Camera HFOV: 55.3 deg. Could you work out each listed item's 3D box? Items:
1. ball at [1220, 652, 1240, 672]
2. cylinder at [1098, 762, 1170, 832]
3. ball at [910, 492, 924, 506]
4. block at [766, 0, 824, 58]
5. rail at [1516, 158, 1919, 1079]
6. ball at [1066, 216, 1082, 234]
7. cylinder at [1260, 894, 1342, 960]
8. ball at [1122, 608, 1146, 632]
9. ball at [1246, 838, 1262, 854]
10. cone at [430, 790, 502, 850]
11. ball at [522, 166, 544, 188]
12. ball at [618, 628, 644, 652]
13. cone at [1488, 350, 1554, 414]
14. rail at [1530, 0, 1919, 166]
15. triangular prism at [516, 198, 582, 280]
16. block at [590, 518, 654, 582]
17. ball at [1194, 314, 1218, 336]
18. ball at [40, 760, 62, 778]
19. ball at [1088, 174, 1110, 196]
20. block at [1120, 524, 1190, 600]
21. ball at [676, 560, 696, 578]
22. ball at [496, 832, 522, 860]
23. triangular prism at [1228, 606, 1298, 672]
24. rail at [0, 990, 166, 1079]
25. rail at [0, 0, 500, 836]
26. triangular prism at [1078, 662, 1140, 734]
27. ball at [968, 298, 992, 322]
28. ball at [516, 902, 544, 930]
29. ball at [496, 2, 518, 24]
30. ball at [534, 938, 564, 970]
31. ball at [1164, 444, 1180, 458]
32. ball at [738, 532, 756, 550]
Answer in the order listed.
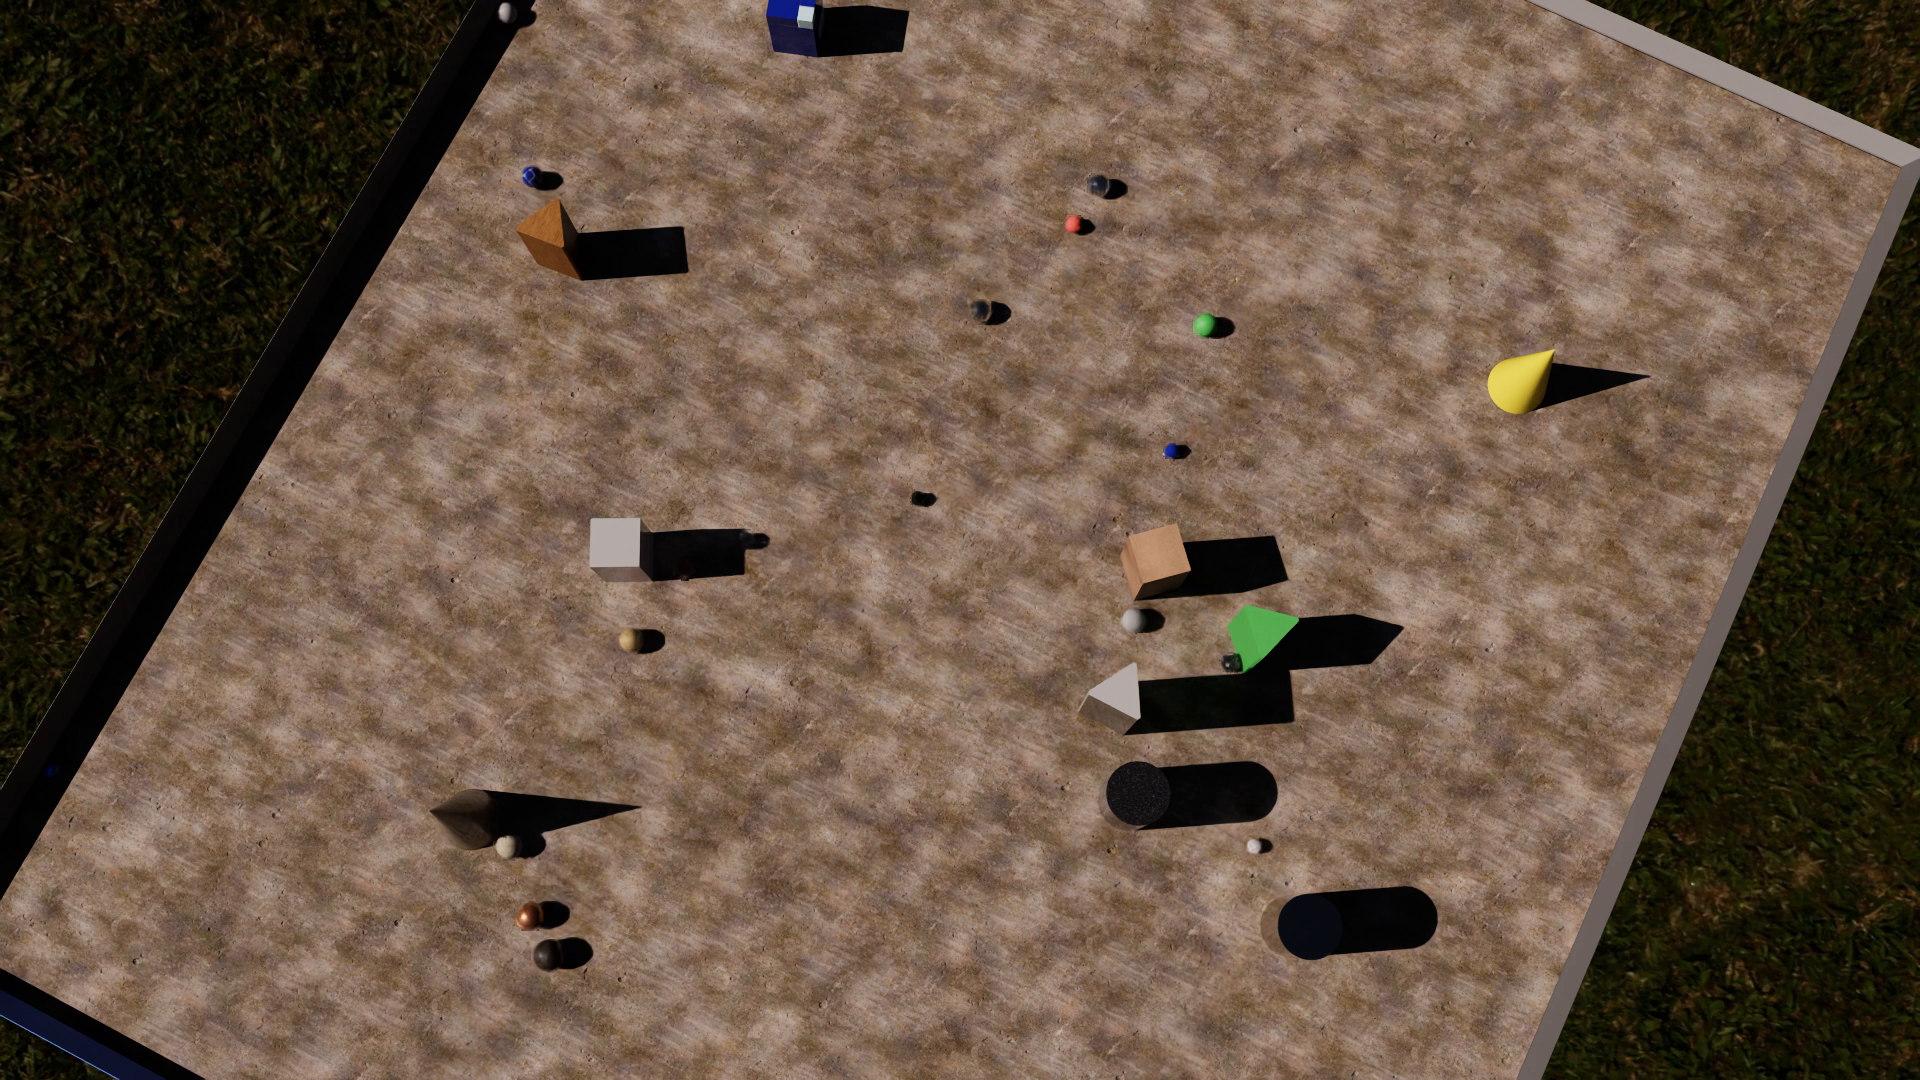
[{"bbox_3d":[0.814,0.367,5.510,0.060,0.060,0.060,0,78,0],"label":"ball"},{"bbox_3d":[0.501,0.744,5.303,0.181,0.313,0.181,0,78,0],"label":"cylinder"},{"bbox_3d":[-0.130,-0.127,5.620,0.045,0.045,0.045,0,78,0],"label":"ball"},{"bbox_3d":[-0.522,-1.669,5.837,0.145,0.243,0.145,8,78,2],"label":"block"},{"bbox_3d":[1.919,0.946,5.360,0.045,0.118,4.926,26,80,5],"label":"rail"},{"bbox_3d":[0.360,-0.997,5.796,0.052,0.052,0.052,0,78,0],"label":"ball"},{"bbox_3d":[0.972,1.104,5.234,0.181,0.301,0.181,0,78,0],"label":"cylinder"},{"bbox_3d":[0.526,0.241,5.528,0.074,0.074,0.074,0,78,0],"label":"ball"},{"bbox_3d":[0.869,0.904,5.406,0.046,0.046,0.046,0,78,0],"label":"ball"},{"bbox_3d":[-1.449,0.785,5.223,0.181,0.452,0.181,0,78,0],"label":"cone"},{"bbox_3d":[-1.357,-1.152,5.820,0.068,0.068,0.068,0,78,0],"label":"ball"},{"bbox_3d":[-0.989,0.302,5.515,0.075,0.075,0.075,0,78,0],"label":"ball"},{"bbox_3d":[1.737,-0.519,5.531,0.181,0.376,0.181,0,78,0],"label":"cone"},{"bbox_3d":[1.091,-2.130,5.995,4.339,0.118,0.045,26,80,5],"label":"rail"},{"bbox_3d":[-1.239,-0.940,5.661,0.157,0.292,0.136,21,79,4],"label":"triangular prism"},{"bbox_3d":[-1.010,0.032,5.484,0.145,0.246,0.145,-1,78,0],"label":"block"},{"bbox_3d":[0.769,-0.671,5.718,0.072,0.072,0.072,0,78,0],"label":"ball"},{"bbox_3d":[-2.701,0.681,5.447,0.055,0.055,0.055,0,78,0],"label":"ball"},{"bbox_3d":[0.442,-1.124,5.813,0.070,0.070,0.070,0,78,0],"label":"ball"},{"bbox_3d":[0.579,0.068,5.451,0.145,0.295,0.145,-15,79,-3],"label":"block"},{"bbox_3d":[-0.834,0.088,5.568,0.059,0.059,0.059,0,78,0],"label":"ball"},{"bbox_3d":[-1.326,0.900,5.391,0.077,0.077,0.077,0,78,0],"label":"ball"},{"bbox_3d":[0.863,0.268,5.390,0.136,0.335,0.157,44,82,8],"label":"triangular prism"},{"bbox_3d":[-1.091,2.143,5.112,4.339,0.118,0.045,26,80,5],"label":"rail"},{"bbox_3d":[-1.919,-0.934,5.748,0.045,0.118,4.926,26,80,5],"label":"rail"},{"bbox_3d":[0.456,0.445,5.297,0.157,0.446,0.136,27,80,5],"label":"triangular prism"},{"bbox_3d":[0.064,-0.717,5.726,0.076,0.076,0.076,0,78,0],"label":"ball"},{"bbox_3d":[-1.253,1.098,5.348,0.081,0.081,0.081,0,78,0],"label":"ball"},{"bbox_3d":[-1.468,-1.705,5.934,0.069,0.069,0.069,0,78,0],"label":"ball"},{"bbox_3d":[-1.193,1.205,5.321,0.091,0.091,0.091,0,78,0],"label":"ball"},{"bbox_3d":[0.655,-0.275,5.650,0.046,0.046,0.046,0,78,0],"label":"ball"},{"bbox_3d":[-0.652,0.001,5.588,0.054,0.054,0.054,0,78,0],"label":"ball"}]
